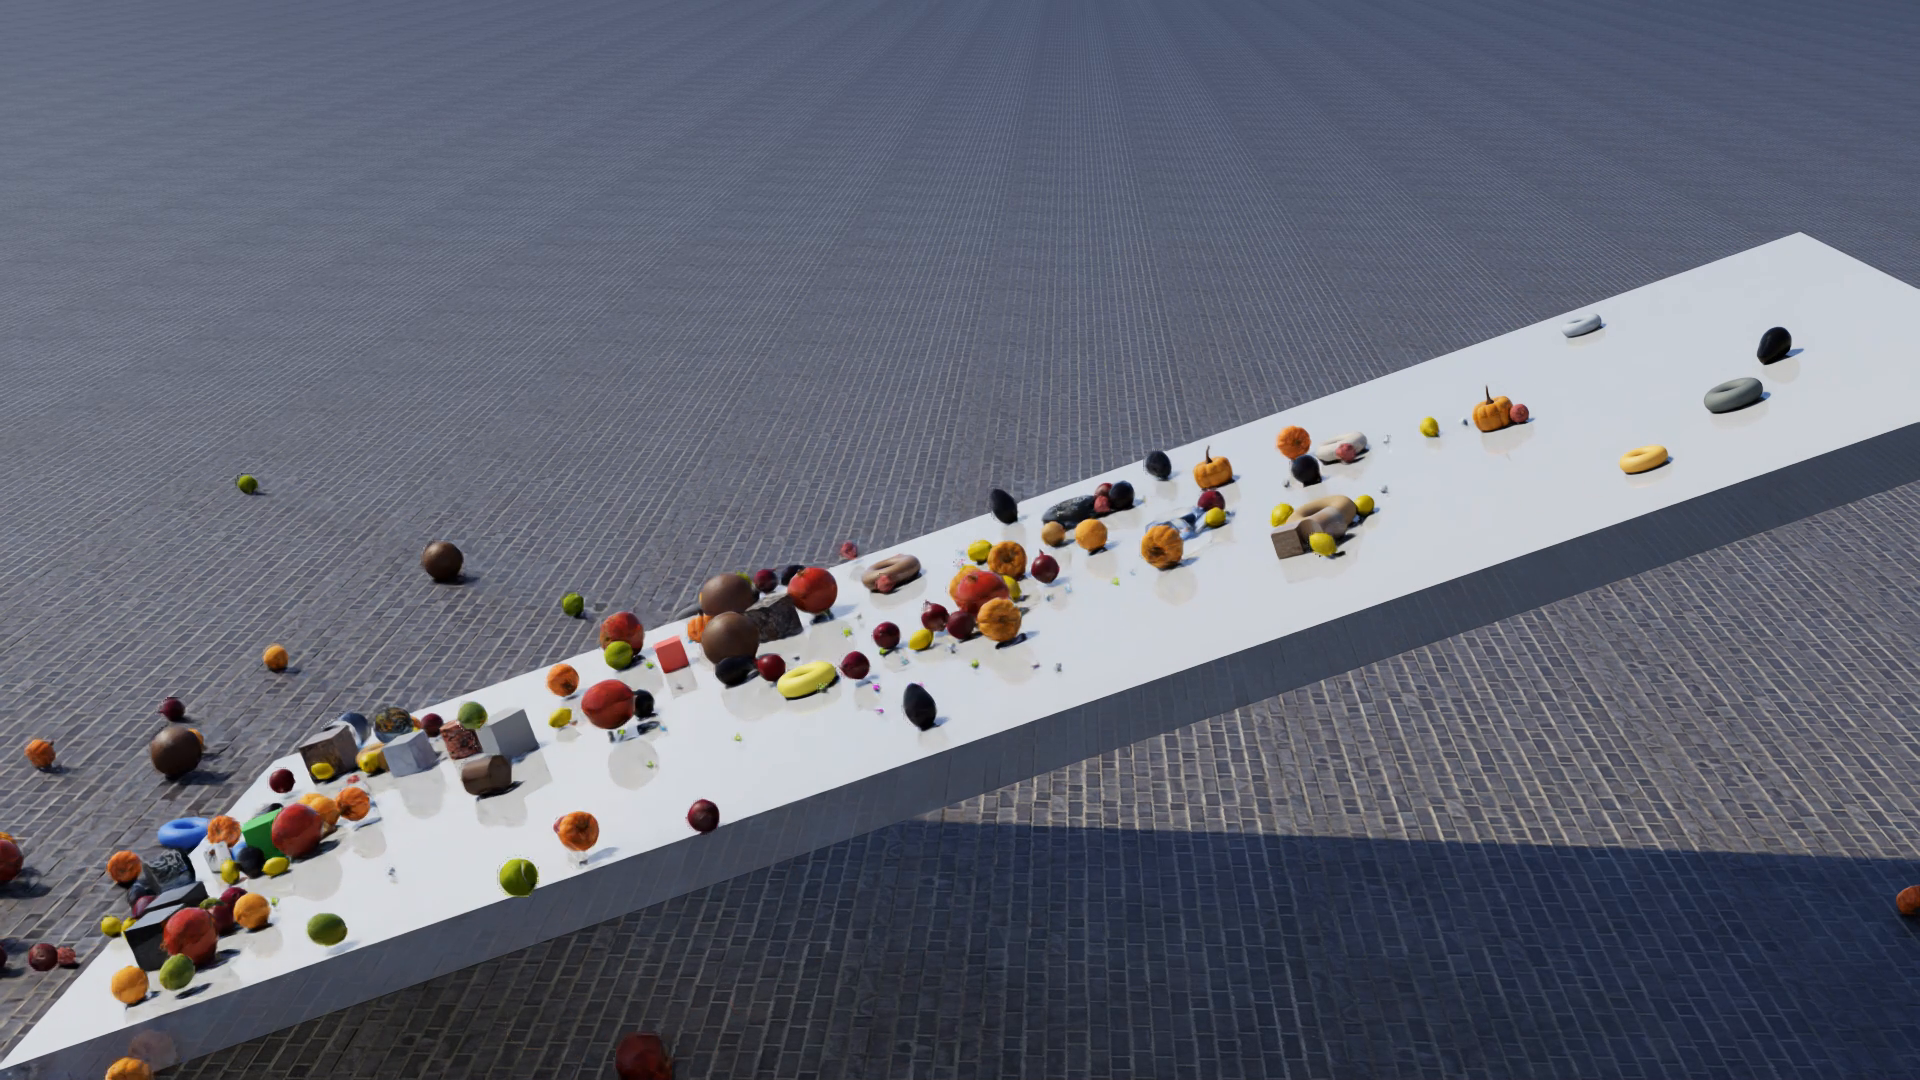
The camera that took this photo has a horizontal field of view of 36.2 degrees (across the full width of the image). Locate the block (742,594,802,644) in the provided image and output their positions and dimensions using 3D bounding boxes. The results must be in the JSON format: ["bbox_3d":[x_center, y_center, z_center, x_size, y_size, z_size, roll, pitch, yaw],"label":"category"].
[{"bbox_3d":[-0.432,0.181,6.769,0.082,0.082,0.082,-12,14,37],"label":"block"}]

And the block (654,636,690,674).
[{"bbox_3d":[-0.671,0.266,6.840,0.062,0.062,0.062,-21,11,-5],"label":"block"}]

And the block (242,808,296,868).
[{"bbox_3d":[-1.510,0.651,6.426,0.087,0.087,0.087,-22,11,-8],"label":"block"}]

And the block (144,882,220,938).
[{"bbox_3d":[-1.588,0.766,6.001,0.093,0.093,0.093,-17,12,17],"label":"block"}]

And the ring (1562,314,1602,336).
[{"bbox_3d":[1.444,-0.499,6.832,0.094,0.031,0.094,-19,12,4],"label":"ring"}]

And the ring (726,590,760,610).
[{"bbox_3d":[-0.535,0.147,7.253,0.087,0.029,0.087,-19,12,4],"label":"ring"}]

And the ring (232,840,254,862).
[{"bbox_3d":[-1.567,0.684,6.511,0.097,0.032,0.097,-19,12,4],"label":"ring"}]

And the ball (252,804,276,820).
[{"bbox_3d":[-1.592,0.632,6.734,0.057,0.057,0.057,0,13,0],"label":"ball"}]

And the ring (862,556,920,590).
[{"bbox_3d":[-0.161,0.076,6.884,0.144,0.048,0.144,-18,12,4],"label":"ring"}]

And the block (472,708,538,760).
[{"bbox_3d":[-1.015,0.435,6.569,0.090,0.090,0.090,-27,13,-32],"label":"block"}]

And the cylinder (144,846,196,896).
[{"bbox_3d":[-1.736,0.729,6.460,0.083,0.083,0.083,-27,25,-29],"label":"cylinder"}]

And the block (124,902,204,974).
[{"bbox_3d":[-1.589,0.794,5.869,0.093,0.093,0.093,-16,12,22],"label":"block"}]

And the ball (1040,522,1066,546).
[{"bbox_3d":[0.210,-0.013,6.632,0.056,0.056,0.056,0,13,0],"label":"ball"}]

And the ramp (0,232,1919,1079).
[{"bbox_3d":[0.113,0.178,6.299,4.000,0.100,2.000,-19,11,6],"label":"ramp"}]

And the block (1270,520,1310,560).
[{"bbox_3d":[0.652,0.000,5.800,0.054,0.054,0.054,-15,13,26],"label":"block"}]

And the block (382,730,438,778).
[{"bbox_3d":[-1.269,0.493,6.776,0.077,0.077,0.077,-15,13,27],"label":"block"}]

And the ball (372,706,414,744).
[{"bbox_3d":[-1.322,0.433,6.861,0.093,0.093,0.093,0,13,0],"label":"ball"}]

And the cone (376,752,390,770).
[{"bbox_3d":[-1.343,0.525,6.886,0.056,0.056,0.056,-6,-24,-26],"label":"cone"}]

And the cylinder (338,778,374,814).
[{"bbox_3d":[-1.350,0.573,6.582,0.060,0.060,0.060,-22,16,-6],"label":"cylinder"}]

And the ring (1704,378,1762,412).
[{"bbox_3d":[1.496,-0.281,5.691,0.115,0.038,0.115,-21,10,4],"label":"ring"}]

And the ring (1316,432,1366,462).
[{"bbox_3d":[0.840,-0.205,6.479,0.118,0.039,0.118,-20,10,4],"label":"ring"}]

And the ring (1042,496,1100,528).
[{"bbox_3d":[0.257,-0.063,6.812,0.139,0.046,0.139,-20,10,4],"label":"ring"}]

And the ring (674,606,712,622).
[{"bbox_3d":[-0.662,0.220,7.410,0.126,0.126,0.042,-2,33,-9],"label":"ring"}]

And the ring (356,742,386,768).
[{"bbox_3d":[-1.376,0.507,6.992,0.124,0.041,0.124,-19,11,4],"label":"ring"}]

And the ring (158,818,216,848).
[{"bbox_3d":[-1.872,0.712,7.137,0.145,0.048,0.145,-1,12,0],"label":"ring"}]

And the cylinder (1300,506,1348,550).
[{"bbox_3d":[0.715,-0.024,5.776,0.065,0.065,0.065,-28,27,-34],"label":"cylinder"}]

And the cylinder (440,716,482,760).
[{"bbox_3d":[-1.143,0.453,6.741,0.077,0.077,0.077,-20,11,4],"label":"cylinder"}]

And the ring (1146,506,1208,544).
[{"bbox_3d":[0.464,-0.032,6.298,0.143,0.048,0.143,-18,12,4],"label":"ring"}]

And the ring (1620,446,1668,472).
[{"bbox_3d":[1.275,-0.151,5.485,0.092,0.031,0.092,-18,11,4],"label":"ring"}]

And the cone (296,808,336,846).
[{"bbox_3d":[-1.408,0.633,6.457,0.085,0.085,0.085,6,12,-4],"label":"cone"}]

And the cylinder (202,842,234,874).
[{"bbox_3d":[-1.637,0.701,6.494,0.054,0.054,0.054,-20,11,4],"label":"cylinder"}]

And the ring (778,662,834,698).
[{"bbox_3d":[-0.321,0.292,6.156,0.127,0.042,0.127,-18,12,4],"label":"ring"}]

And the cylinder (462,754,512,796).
[{"bbox_3d":[-1.010,0.502,6.277,0.076,0.076,0.076,-15,5,28],"label":"cylinder"}]

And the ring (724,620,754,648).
[{"bbox_3d":[-0.496,0.215,6.835,0.115,0.038,0.115,-20,12,5],"label":"ring"}]

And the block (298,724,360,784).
[{"bbox_3d":[-1.510,0.513,7.057,0.094,0.094,0.094,-17,12,16],"label":"block"}]

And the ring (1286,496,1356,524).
[{"bbox_3d":[0.722,-0.043,5.890,0.149,0.050,0.149,-22,14,6],"label":"ring"}]
